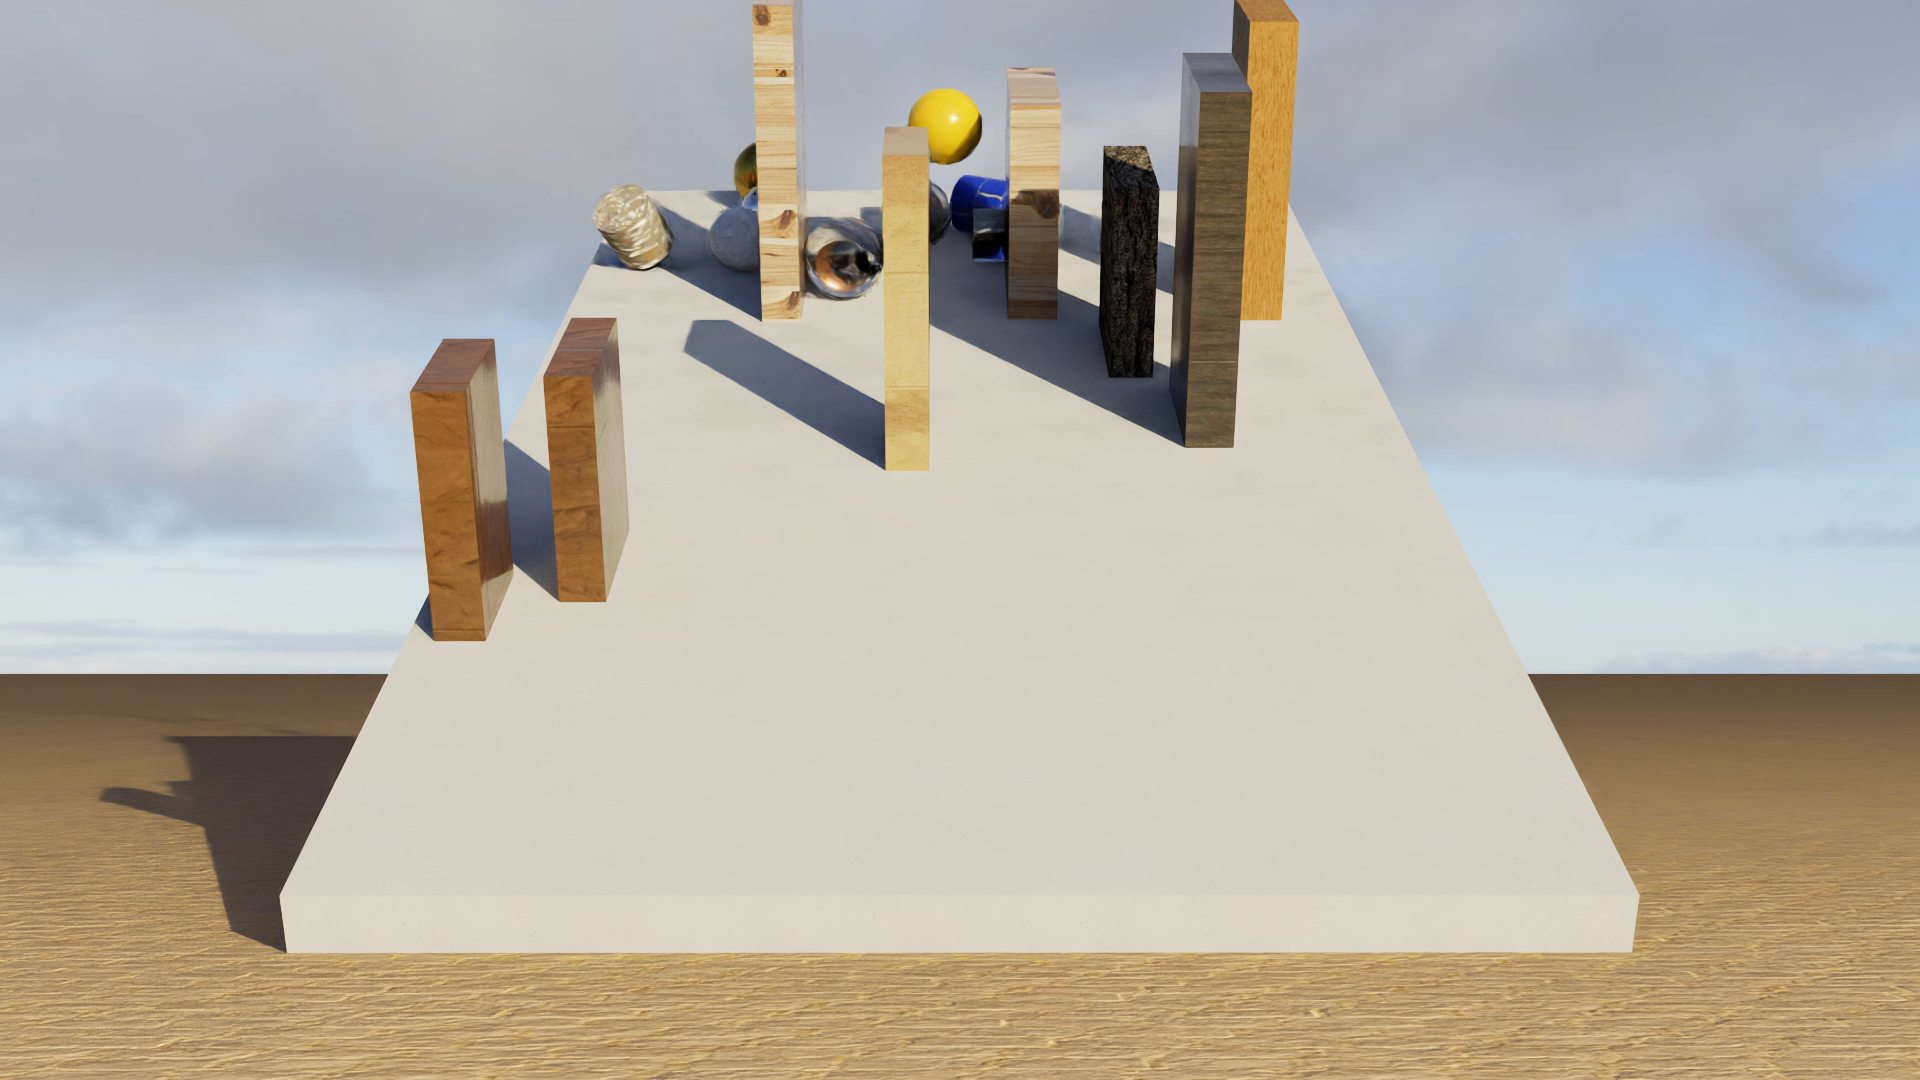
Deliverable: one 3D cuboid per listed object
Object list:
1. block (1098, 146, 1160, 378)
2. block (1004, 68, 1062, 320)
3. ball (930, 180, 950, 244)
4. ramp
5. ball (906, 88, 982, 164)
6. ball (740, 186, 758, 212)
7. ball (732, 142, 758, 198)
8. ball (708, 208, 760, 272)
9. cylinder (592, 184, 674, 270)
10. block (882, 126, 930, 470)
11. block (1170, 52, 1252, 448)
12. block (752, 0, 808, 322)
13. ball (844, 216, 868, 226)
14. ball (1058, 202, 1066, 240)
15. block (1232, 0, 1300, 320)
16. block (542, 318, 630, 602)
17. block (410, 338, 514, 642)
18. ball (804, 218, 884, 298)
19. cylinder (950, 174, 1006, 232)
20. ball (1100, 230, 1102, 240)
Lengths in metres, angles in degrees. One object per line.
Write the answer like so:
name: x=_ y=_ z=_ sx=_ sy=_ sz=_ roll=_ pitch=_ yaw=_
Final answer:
block: x=0.406 y=-0.678 z=5.603 sx=0.104 sy=0.459 sz=0.409 roll=0 pitch=23 yaw=0
block: x=0.185 y=-0.904 z=6.010 sx=0.125 sy=0.551 sz=0.447 roll=0 pitch=23 yaw=0
ball: x=-0.122 y=-0.918 z=6.492 sx=0.191 sy=0.191 sz=0.191 roll=0 pitch=-3 yaw=0
ramp: x=-0.008 y=-0.227 z=5.263 sx=2.000 sy=0.100 sz=4.000 roll=0 pitch=23 yaw=0
ball: x=-0.040 y=-1.082 z=6.062 sx=0.199 sy=0.199 sz=0.199 roll=0 pitch=-3 yaw=0
ball: x=-0.526 y=-0.902 z=6.392 sx=0.159 sy=0.159 sz=0.159 roll=0 pitch=-3 yaw=0
ball: x=-0.567 y=-1.078 z=6.843 sx=0.205 sy=0.205 sz=0.205 roll=0 pitch=-3 yaw=0
ball: x=-0.594 y=-0.813 z=6.269 sx=0.173 sy=0.173 sz=0.173 roll=0 pitch=-3 yaw=0
cylinder: x=-0.882 y=-0.845 z=6.267 sx=0.162 sy=0.162 sz=0.162 roll=-1 pitch=-33 yaw=24
block: x=-0.112 y=-0.512 z=4.934 sx=0.093 sy=0.685 sz=0.252 roll=0 pitch=23 yaw=0
block: x=0.547 y=-0.641 z=5.109 sx=0.107 sy=0.785 sz=0.396 roll=0 pitch=23 yaw=0
block: x=-0.454 y=-0.995 z=5.908 sx=0.097 sy=0.795 sz=0.383 roll=0 pitch=23 yaw=0
ball: x=-0.304 y=-0.801 z=6.278 sx=0.148 sy=0.148 sz=0.148 roll=0 pitch=-3 yaw=0
ball: x=0.221 y=-0.896 z=6.489 sx=0.155 sy=0.155 sz=0.155 roll=0 pitch=-3 yaw=0
block: x=0.761 y=-0.975 z=5.918 sx=0.119 sy=0.756 sz=0.343 roll=0 pitch=23 yaw=0
block: x=-0.707 y=-0.157 z=4.410 sx=0.088 sy=0.447 sz=0.344 roll=0 pitch=23 yaw=0
block: x=-0.903 y=-0.094 z=4.226 sx=0.094 sy=0.477 sz=0.293 roll=0 pitch=23 yaw=0
ball: x=-0.302 y=-0.734 z=6.045 sx=0.208 sy=0.208 sz=0.208 roll=0 pitch=-3 yaw=0
cylinder: x=0.083 y=-0.950 z=6.601 sx=0.163 sy=0.163 sz=0.163 roll=14 pitch=4 yaw=30
ball: x=0.455 y=-0.834 z=6.367 sx=0.138 sy=0.138 sz=0.138 roll=0 pitch=-3 yaw=0
